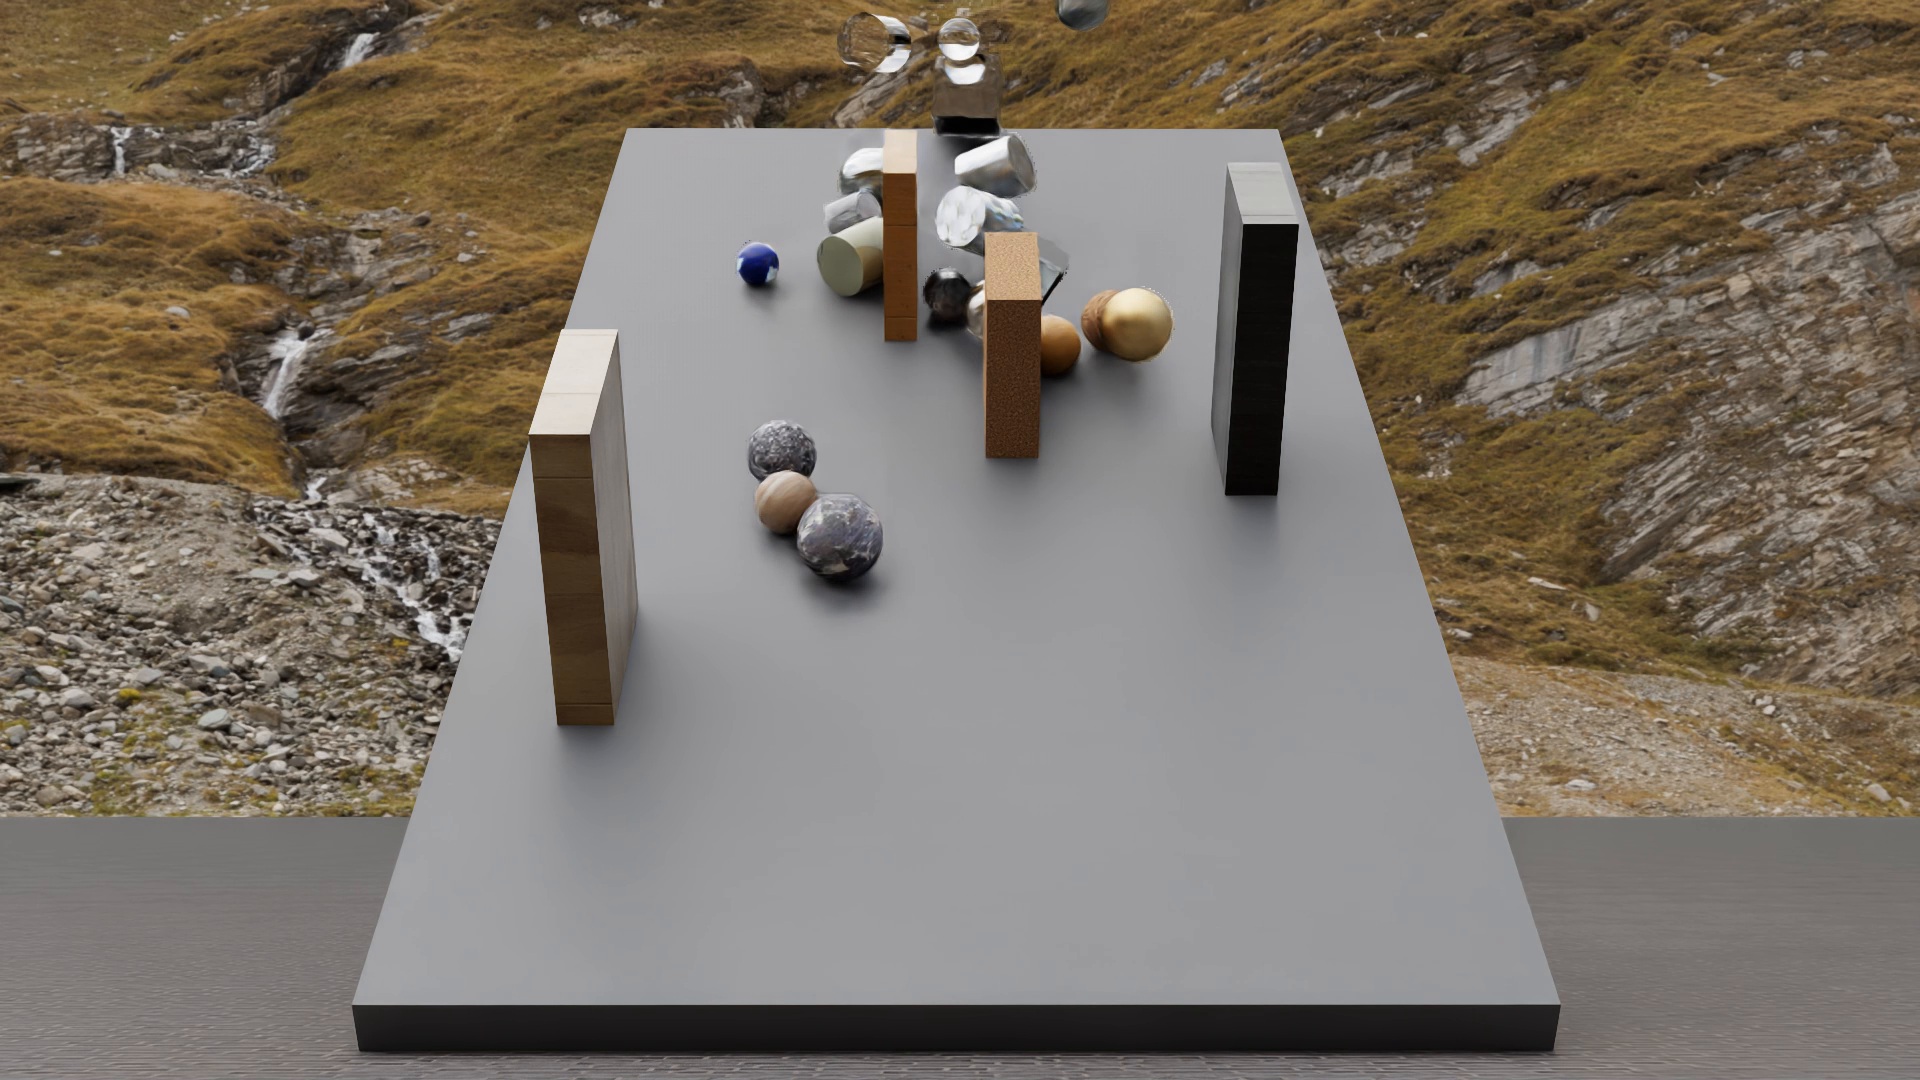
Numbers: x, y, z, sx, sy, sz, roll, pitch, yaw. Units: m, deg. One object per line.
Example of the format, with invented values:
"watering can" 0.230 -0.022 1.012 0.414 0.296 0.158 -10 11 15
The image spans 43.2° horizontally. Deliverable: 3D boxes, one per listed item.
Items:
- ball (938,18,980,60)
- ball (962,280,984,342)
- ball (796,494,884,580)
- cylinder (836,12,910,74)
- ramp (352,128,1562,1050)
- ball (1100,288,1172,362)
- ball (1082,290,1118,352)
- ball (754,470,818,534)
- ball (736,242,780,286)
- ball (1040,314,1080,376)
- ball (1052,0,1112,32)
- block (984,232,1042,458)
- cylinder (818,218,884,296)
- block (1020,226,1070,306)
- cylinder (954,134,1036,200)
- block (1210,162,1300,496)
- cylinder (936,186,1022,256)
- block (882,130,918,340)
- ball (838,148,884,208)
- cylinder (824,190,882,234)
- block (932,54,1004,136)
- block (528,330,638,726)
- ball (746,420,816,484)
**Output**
"ball" -0.003 -1.469 7.108 0.125 0.125 0.125 0 -6 0
"ball" 0.091 -0.569 6.026 0.169 0.169 0.169 0 -6 0
"ball" -0.254 -0.007 5.139 0.185 0.185 0.185 0 -6 0
"cylinder" -0.248 -1.436 7.009 0.165 0.165 0.165 -2 7 21
"ramp" -0.014 -0.205 5.756 2.000 0.100 4.000 0 31 0
"ball" 0.430 -0.526 5.934 0.179 0.179 0.179 0 -6 0
"ball" 0.382 -0.550 6.093 0.154 0.154 0.154 0 -6 0
"ball" -0.379 -0.082 5.309 0.141 0.141 0.141 0 -6 0
"ball" -0.537 -0.734 6.440 0.113 0.113 0.113 0 -6 0
"ball" 0.222 -0.479 5.976 0.151 0.151 0.151 0 -6 0
"ball" 0.352 -1.549 6.974 0.169 0.169 0.169 0 -6 0
"block" 0.121 -0.460 5.695 0.123 0.403 0.377 0 31 0
"cylinder" -0.261 -0.751 6.418 0.166 0.166 0.166 -7 18 46
"block" 0.174 -0.684 6.182 0.143 0.143 0.143 32 28 -8
"cylinder" 0.099 -1.032 6.811 0.167 0.167 0.167 -18 -13 23
"block" 0.659 -0.475 5.468 0.119 0.662 0.349 0 31 0
"cylinder" 0.052 -0.845 6.461 0.165 0.165 0.165 -5 -9 38
"block" -0.151 -0.777 6.179 0.082 0.454 0.288 0 31 0
"ball" -0.246 -1.011 6.834 0.191 0.191 0.191 0 -6 0
"cylinder" -0.292 -0.889 6.655 0.114 0.114 0.114 -17 -15 32
"block" 0.024 -1.340 7.306 0.194 0.194 0.194 2 -7 4
"block" -0.725 -0.027 4.724 0.110 0.638 0.436 0 31 0
"ball" -0.404 -0.192 5.477 0.160 0.160 0.160 0 -6 0
